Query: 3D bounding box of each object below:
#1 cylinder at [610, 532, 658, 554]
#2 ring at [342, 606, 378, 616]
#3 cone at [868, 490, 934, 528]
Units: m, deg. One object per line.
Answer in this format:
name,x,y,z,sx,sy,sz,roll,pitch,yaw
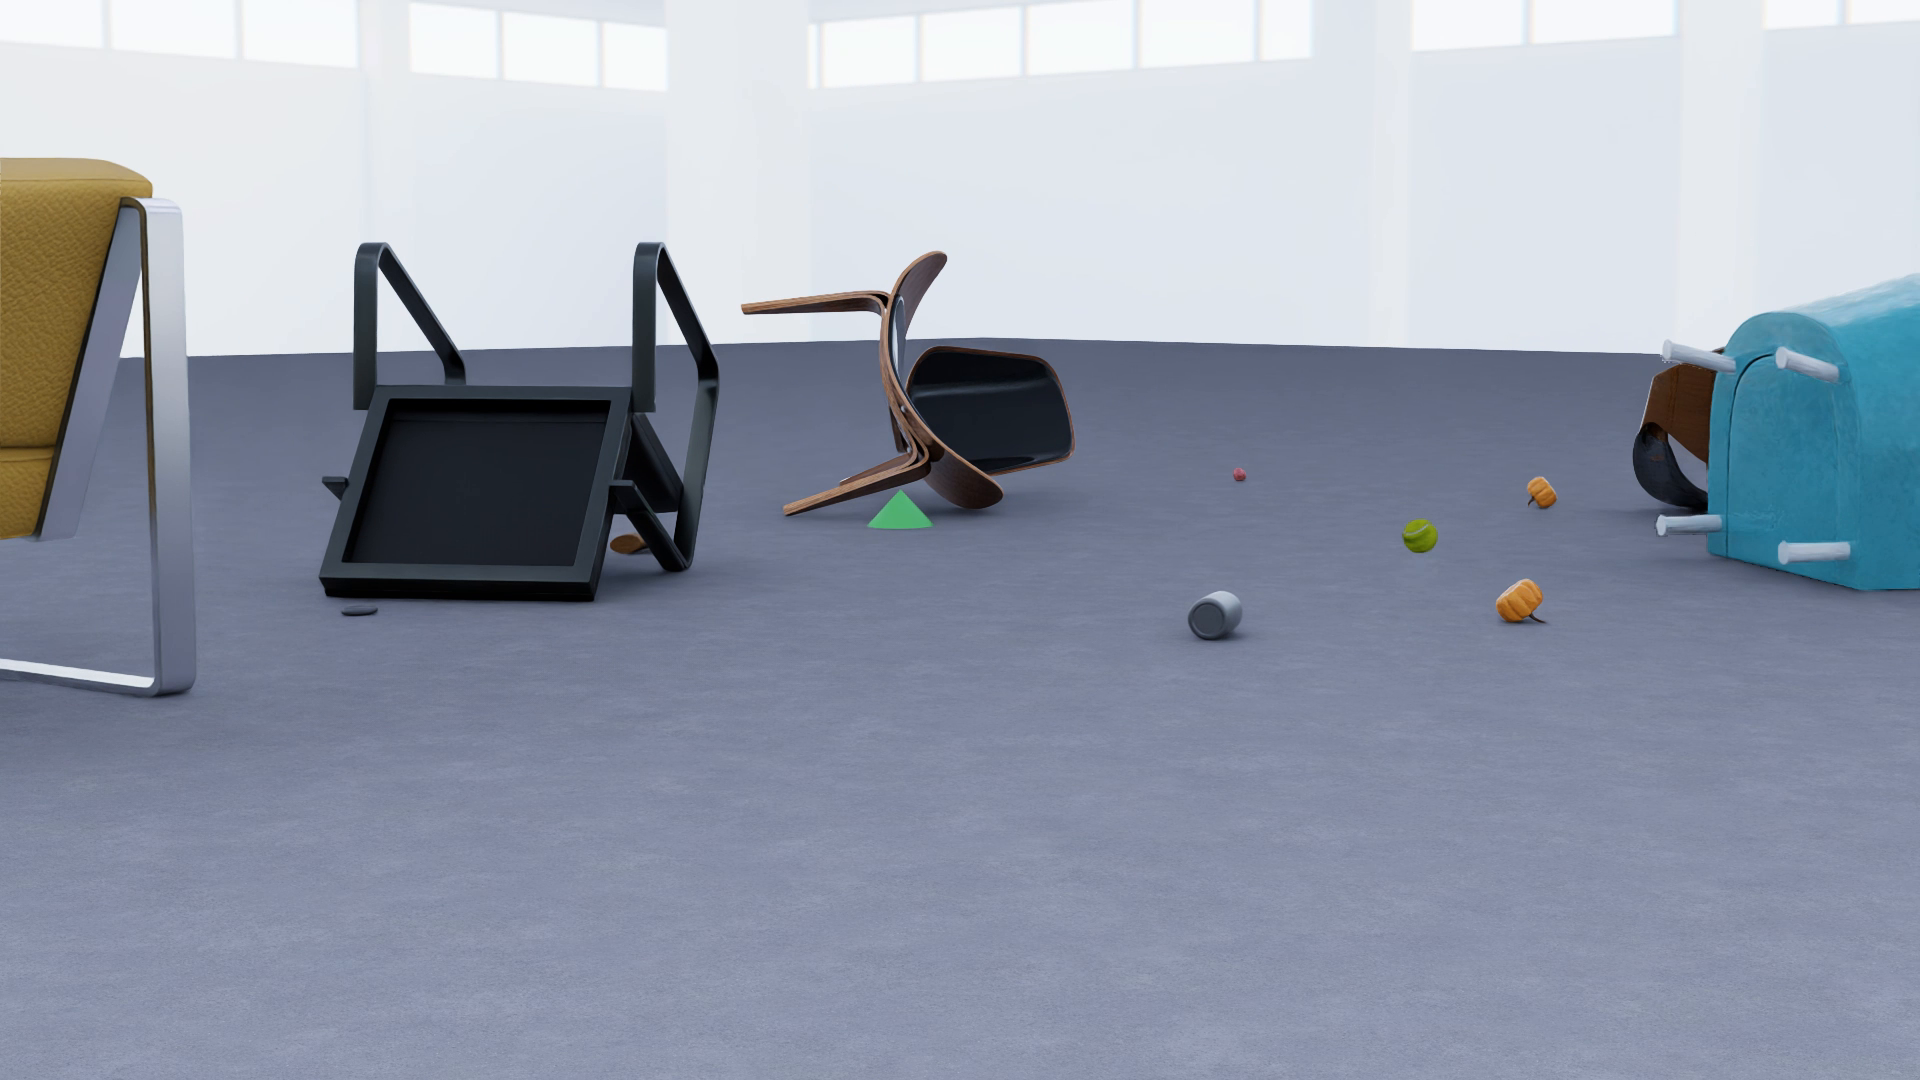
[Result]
cylinder,-0.781,0.006,6.139,0.082,0.043,0.093,-7,3,19
ring,-1.170,0.137,5.001,0.046,0.016,0.078,4,7,43
cone,-0.157,-0.087,6.786,0.170,0.096,0.187,5,8,39
